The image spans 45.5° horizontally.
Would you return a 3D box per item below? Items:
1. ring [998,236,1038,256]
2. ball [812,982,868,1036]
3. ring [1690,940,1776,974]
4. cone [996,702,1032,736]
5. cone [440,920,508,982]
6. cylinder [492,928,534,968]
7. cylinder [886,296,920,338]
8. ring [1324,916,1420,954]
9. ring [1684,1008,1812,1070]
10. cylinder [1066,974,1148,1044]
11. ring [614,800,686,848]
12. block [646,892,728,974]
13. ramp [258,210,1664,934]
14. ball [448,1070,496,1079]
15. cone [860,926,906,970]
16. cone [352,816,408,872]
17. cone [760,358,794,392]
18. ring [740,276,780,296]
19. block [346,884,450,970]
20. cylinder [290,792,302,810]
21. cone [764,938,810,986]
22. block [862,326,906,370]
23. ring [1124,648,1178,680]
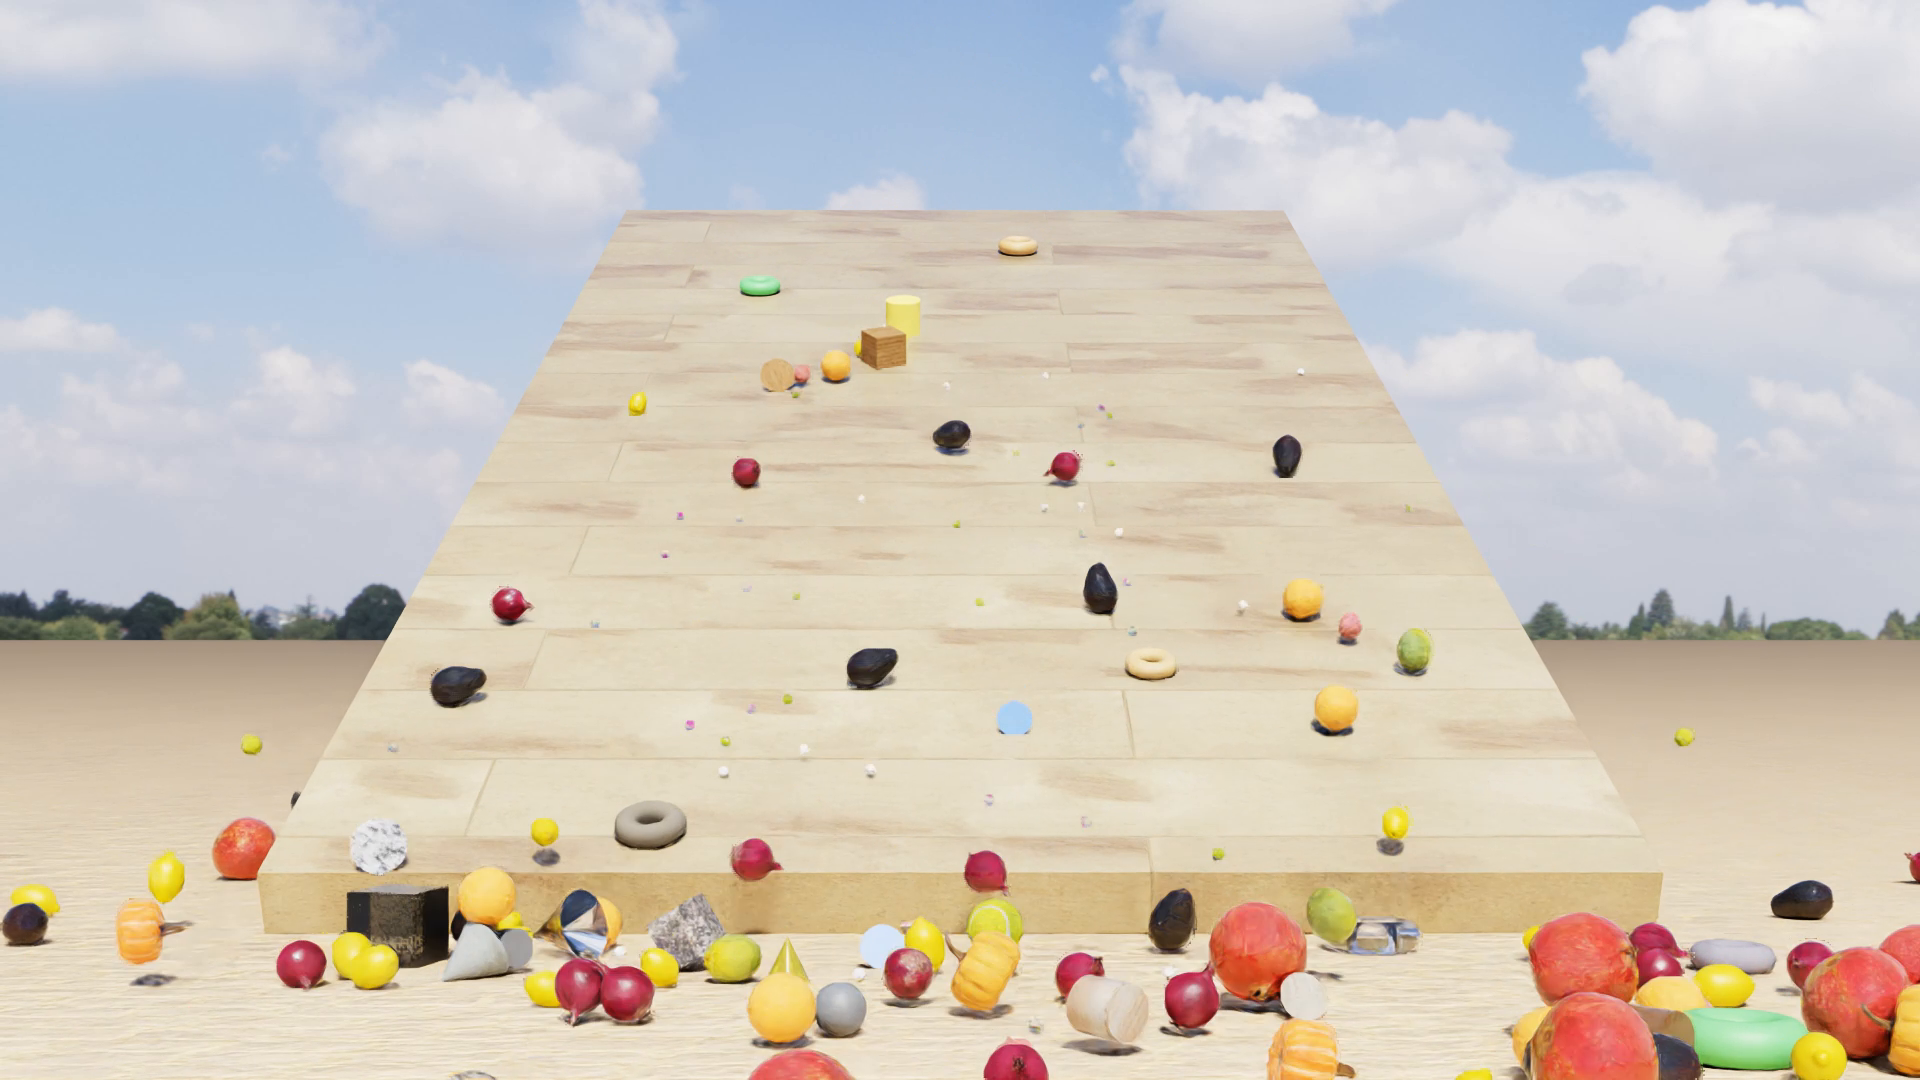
[{"bbox_3d":[0.165,-0.835,6.500,0.114,0.038,0.114,1,21,0],"label":"ring"},{"bbox_3d":[-0.129,0.503,2.456,0.058,0.058,0.058,0,-2,0],"label":"ball"},{"bbox_3d":[0.989,0.534,2.935,0.106,0.035,0.106,1,-2,0],"label":"ring"},{"bbox_3d":[0.090,0.288,3.688,0.057,0.057,0.057,0,-5,5],"label":"cone"},{"bbox_3d":[-0.620,0.530,2.856,0.079,0.079,0.079,-2,24,41],"label":"cone"},{"bbox_3d":[-0.578,0.520,2.913,0.051,0.051,0.051,-15,-12,42],"label":"cylinder"},{"bbox_3d":[-0.142,-0.559,5.737,0.087,0.087,0.087,0,22,0],"label":"cylinder"},{"bbox_3d":[0.561,0.537,3.118,0.131,0.044,0.131,1,-4,0],"label":"ring"},{"bbox_3d":[0.786,0.503,2.314,0.140,0.047,0.140,1,-3,0],"label":"ring"},{"bbox_3d":[0.151,0.480,2.348,0.060,0.060,0.060,2,0,-42],"label":"cylinder"},{"bbox_3d":[-0.453,0.416,3.353,0.106,0.035,0.106,-1,22,0],"label":"ring"},{"bbox_3d":[-0.350,0.504,2.944,0.069,0.069,0.069,-32,-5,3],"label":"block"},{"bbox_3d":[-0.006,-0.219,5.135,2.000,0.100,4.000,0,22,0],"label":"ramp"},{"bbox_3d":[-0.410,0.477,1.917,0.064,0.064,0.064,0,-2,0],"label":"ball"},{"bbox_3d":[-0.104,0.540,2.985,0.060,0.060,0.060,0,-29,-11],"label":"cone"},{"bbox_3d":[-0.833,0.438,3.295,0.079,0.079,0.079,1,-10,-12],"label":"cone"},{"bbox_3d":[-0.428,-0.378,5.350,0.079,0.079,0.079,0,-5,-7],"label":"cone"},{"bbox_3d":[-0.533,-0.677,6.103,0.109,0.036,0.109,1,21,0],"label":"ring"},{"bbox_3d":[-0.736,0.506,3.004,0.096,0.096,0.096,-1,-2,15],"label":"block"},{"bbox_3d":[-1.505,0.616,5.307,0.065,0.065,0.065,2,-3,-41],"label":"cylinder"},{"bbox_3d":[-0.213,0.519,2.834,0.057,0.057,0.057,0,-2,0],"label":"cone"},{"bbox_3d":[-0.183,-0.461,5.501,0.080,0.080,0.080,-12,25,-28],"label":"block"},{"bbox_3d":[0.324,0.209,3.884,0.089,0.030,0.089,1,22,-1],"label":"ring"}]
